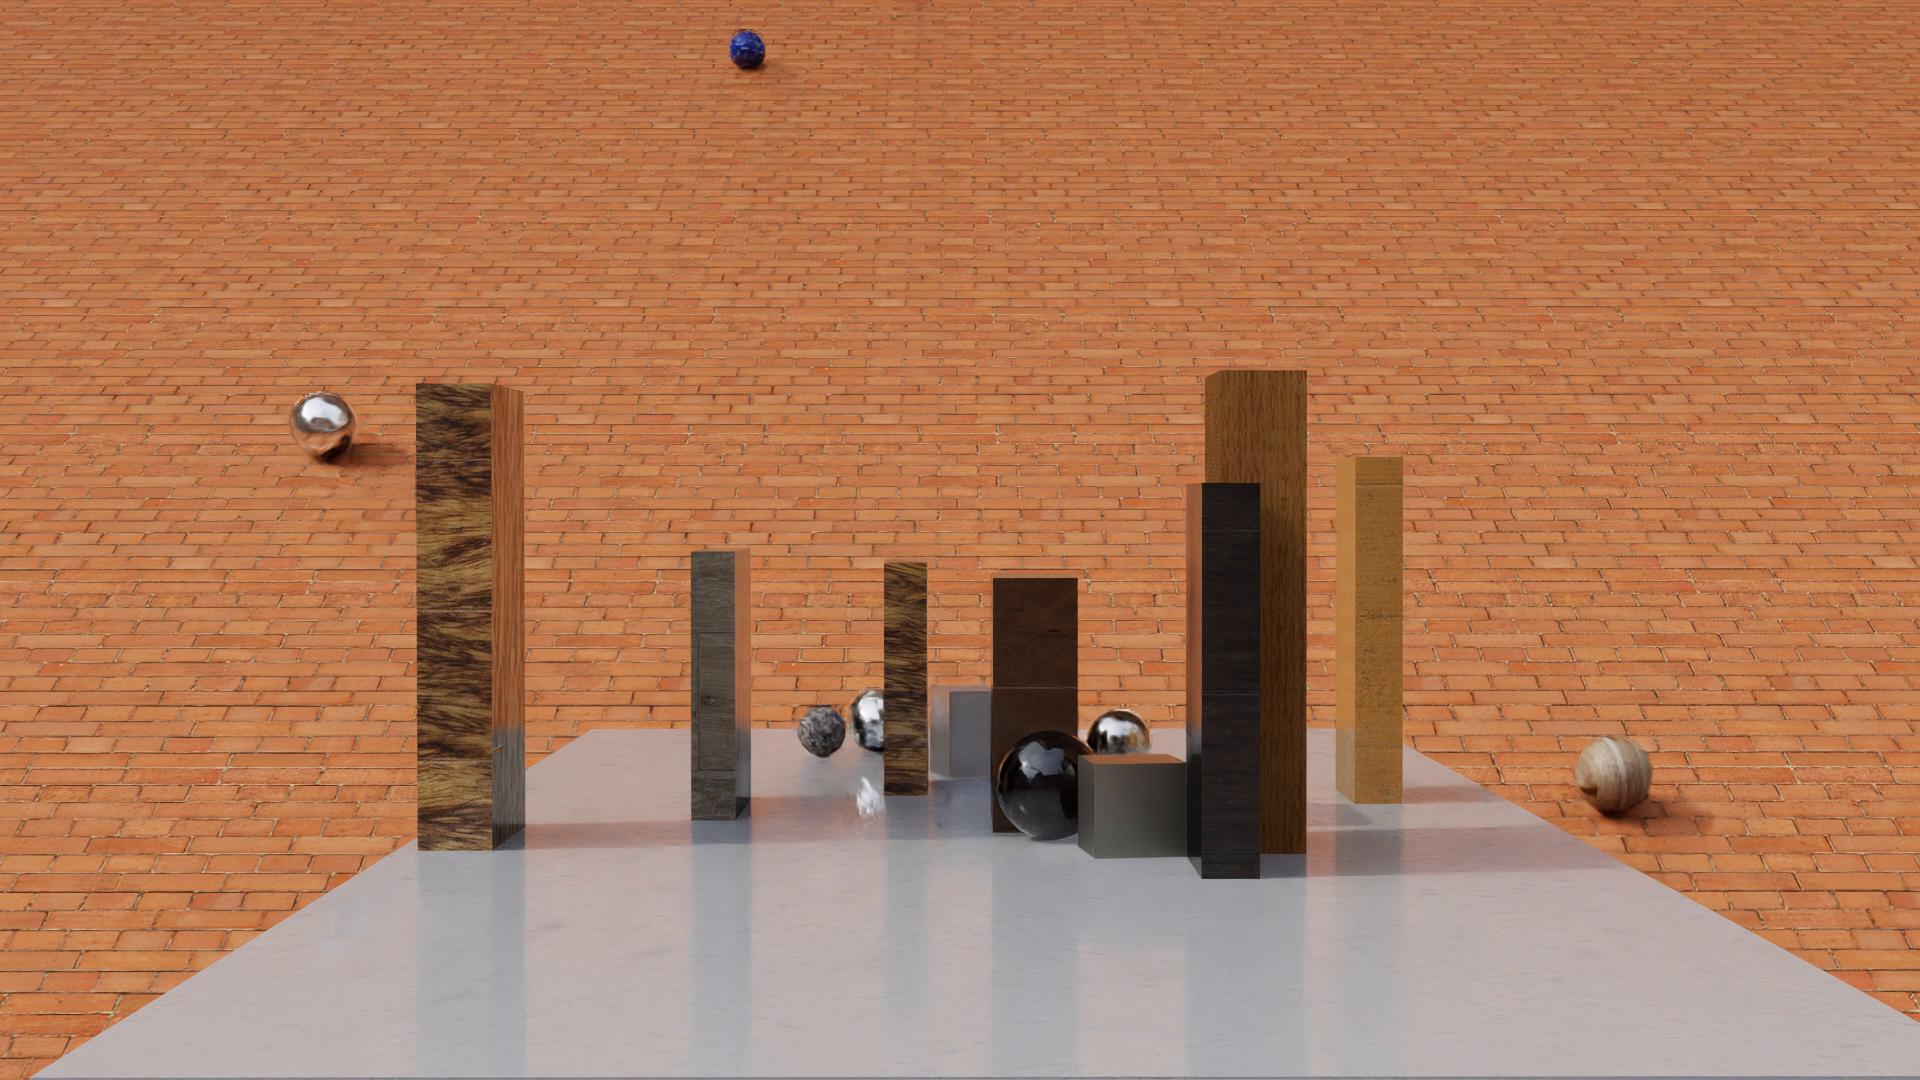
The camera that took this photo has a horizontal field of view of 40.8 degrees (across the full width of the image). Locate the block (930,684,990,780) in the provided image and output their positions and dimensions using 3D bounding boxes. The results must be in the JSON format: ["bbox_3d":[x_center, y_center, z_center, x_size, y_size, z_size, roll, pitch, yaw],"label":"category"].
[{"bbox_3d":[0.045,0.407,5.504,0.182,0.182,0.182,0,1,-14],"label":"block"}]

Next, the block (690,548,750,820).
[{"bbox_3d":[-0.449,0.263,4.866,0.080,0.489,0.352,0,1,0],"label":"block"}]

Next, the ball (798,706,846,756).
[{"bbox_3d":[-0.316,0.437,5.903,0.111,0.111,0.111,0,28,0],"label":"ball"}]

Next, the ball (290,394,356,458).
[{"bbox_3d":[-2.016,-0.362,8.186,0.202,0.202,0.202,0,28,0],"label":"ball"}]

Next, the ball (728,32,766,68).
[{"bbox_3d":[-0.974,-2.241,11.816,0.167,0.167,0.167,0,28,0],"label":"ball"}]

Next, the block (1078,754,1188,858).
[{"bbox_3d":[0.284,0.439,4.272,0.153,0.153,0.153,0,1,-7],"label":"block"}]

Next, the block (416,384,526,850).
[{"bbox_3d":[-0.839,0.126,4.444,0.124,0.775,0.327,0,1,0],"label":"block"}]

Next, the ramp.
[{"bbox_3d":[0.062,0.561,4.599,2.000,0.100,4.000,0,1,0],"label":"ramp"}]

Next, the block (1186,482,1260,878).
[{"bbox_3d":[0.415,0.214,4.091,0.090,0.607,0.271,0,1,0],"label":"block"}]

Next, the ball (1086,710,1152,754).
[{"bbox_3d":[0.336,0.429,5.470,0.137,0.137,0.137,0,28,0],"label":"ball"}]

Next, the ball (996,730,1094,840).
[{"bbox_3d":[0.155,0.420,4.421,0.187,0.187,0.187,0,28,0],"label":"ball"}]

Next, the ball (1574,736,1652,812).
[{"bbox_3d":[1.618,0.581,6.400,0.187,0.187,0.187,0,28,0],"label":"ball"}]

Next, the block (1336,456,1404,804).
[{"bbox_3d":[0.802,0.171,5.068,0.091,0.664,0.252,0,1,0],"label":"block"}]

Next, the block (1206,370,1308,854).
[{"bbox_3d":[0.497,0.117,4.361,0.143,0.794,0.252,0,1,0],"label":"block"}]

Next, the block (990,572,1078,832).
[{"bbox_3d":[0.132,0.287,4.676,0.148,0.446,0.326,0,1,0],"label":"block"}]

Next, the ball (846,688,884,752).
[{"bbox_3d":[-0.189,0.418,5.986,0.146,0.146,0.146,0,28,0],"label":"ball"}]

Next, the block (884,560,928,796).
[{"bbox_3d":[-0.108,0.272,5.214,0.084,0.459,0.255,0,1,0],"label":"block"}]
